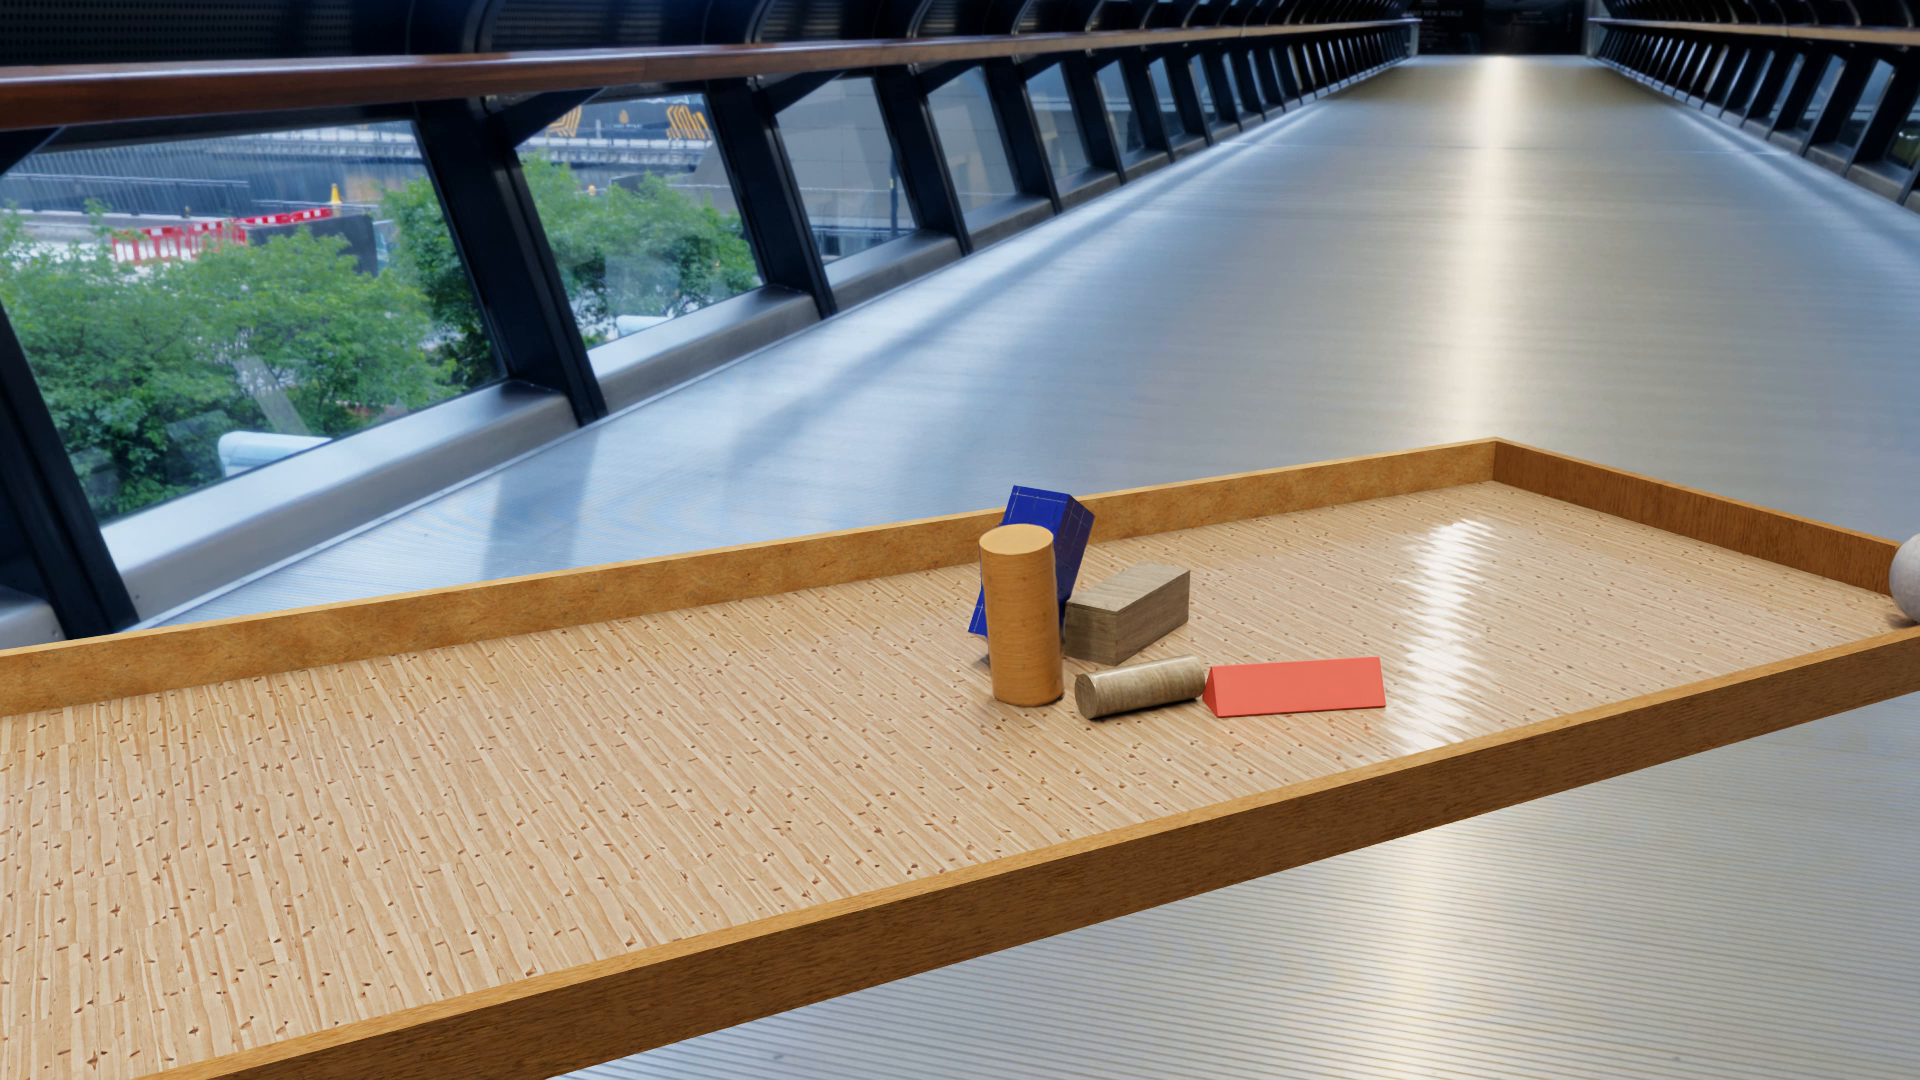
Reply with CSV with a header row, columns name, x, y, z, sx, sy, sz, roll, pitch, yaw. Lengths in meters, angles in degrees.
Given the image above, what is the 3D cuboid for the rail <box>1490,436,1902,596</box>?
name,x,y,z,sx,sy,sz,roll,pitch,yaw
rail,2.466,-0.048,5.253,0.050,0.150,2.100,-9,18,-27

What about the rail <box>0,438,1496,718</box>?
name,x,y,z,sx,sy,sz,roll,pitch,yaw
rail,-3.305,0.497,3.399,12.000,0.150,0.050,-9,18,-27

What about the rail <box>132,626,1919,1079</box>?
name,x,y,z,sx,sy,sz,roll,pitch,yaw
rail,-2.336,1.006,1.665,12.000,0.150,0.050,-9,18,-27

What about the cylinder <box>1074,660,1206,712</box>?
name,x,y,z,sx,sy,sz,roll,pitch,yaw
cylinder,0.434,0.351,3.968,0.303,0.108,0.108,-2,16,-25

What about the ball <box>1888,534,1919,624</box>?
name,x,y,z,sx,sy,sz,roll,pitch,yaw
ball,2.692,0.106,4.491,0.284,0.284,0.284,0,16,0

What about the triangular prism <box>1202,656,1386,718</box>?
name,x,y,z,sx,sy,sz,roll,pitch,yaw
triangular prism,0.809,0.343,3.989,0.421,0.107,0.123,-3,17,-9

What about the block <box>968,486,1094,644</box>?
name,x,y,z,sx,sy,sz,roll,pitch,yaw
block,0.189,0.086,4.297,0.167,0.406,0.167,11,-13,32

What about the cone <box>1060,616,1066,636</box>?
name,x,y,z,sx,sy,sz,roll,pitch,yaw
cone,0.234,0.060,4.435,0.179,0.365,0.179,11,1,0

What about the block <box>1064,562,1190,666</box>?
name,x,y,z,sx,sy,sz,roll,pitch,yaw
block,0.454,0.192,4.433,0.150,0.150,0.428,11,19,32

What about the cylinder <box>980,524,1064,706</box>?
name,x,y,z,sx,sy,sz,roll,pitch,yaw
cylinder,0.151,0.182,3.977,0.176,0.405,0.176,-5,24,2
